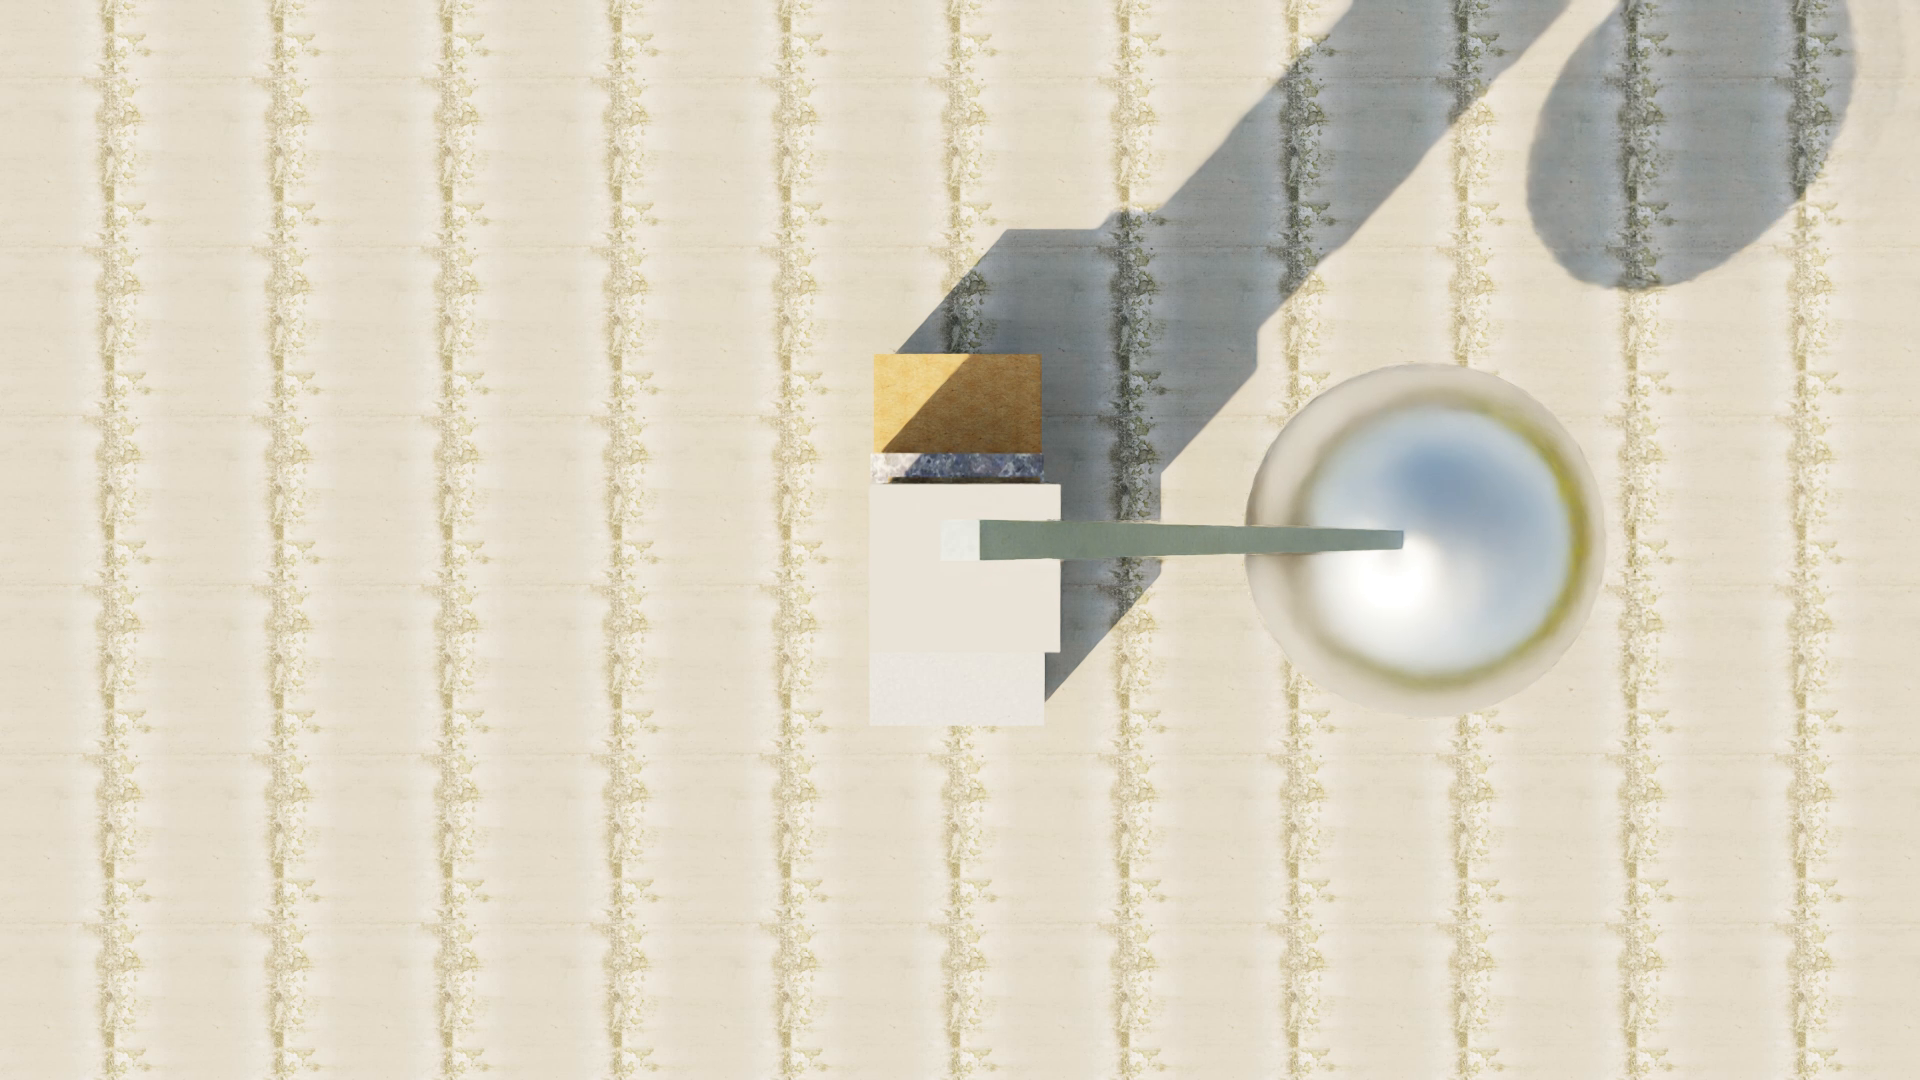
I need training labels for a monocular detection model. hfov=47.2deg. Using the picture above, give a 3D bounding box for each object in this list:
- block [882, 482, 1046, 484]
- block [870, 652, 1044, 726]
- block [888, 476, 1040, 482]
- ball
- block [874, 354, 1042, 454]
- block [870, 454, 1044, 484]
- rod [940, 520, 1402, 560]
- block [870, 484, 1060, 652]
[{"bbox_3d":[0.016,0.080,9.326,0.668,0.656,0.650,0,92,0],"label":"block"},{"bbox_3d":[-0.016,0.503,12.490,0.953,1.020,1.015,0,90,0],"label":"block"},{"bbox_3d":[0.017,0.059,10.011,0.669,0.714,0.693,0,92,0],"label":"block"},{"bbox_3d":[2.074,0.000,9.877,1.600,1.600,1.600,0,90,0],"label":"ball"},{"bbox_3d":[-0.013,-0.513,12.478,0.913,1.044,0.996,0,90,0],"label":"block"},{"bbox_3d":[-0.014,0.013,11.540,0.874,0.833,0.925,0,92,0],"label":"block"},{"bbox_3d":[0.899,0.000,6.686,0.080,5.200,0.080,0,90,20],"label":"rod"},{"bbox_3d":[0.018,0.099,8.706,0.729,0.585,0.642,0,92,0],"label":"block"}]
